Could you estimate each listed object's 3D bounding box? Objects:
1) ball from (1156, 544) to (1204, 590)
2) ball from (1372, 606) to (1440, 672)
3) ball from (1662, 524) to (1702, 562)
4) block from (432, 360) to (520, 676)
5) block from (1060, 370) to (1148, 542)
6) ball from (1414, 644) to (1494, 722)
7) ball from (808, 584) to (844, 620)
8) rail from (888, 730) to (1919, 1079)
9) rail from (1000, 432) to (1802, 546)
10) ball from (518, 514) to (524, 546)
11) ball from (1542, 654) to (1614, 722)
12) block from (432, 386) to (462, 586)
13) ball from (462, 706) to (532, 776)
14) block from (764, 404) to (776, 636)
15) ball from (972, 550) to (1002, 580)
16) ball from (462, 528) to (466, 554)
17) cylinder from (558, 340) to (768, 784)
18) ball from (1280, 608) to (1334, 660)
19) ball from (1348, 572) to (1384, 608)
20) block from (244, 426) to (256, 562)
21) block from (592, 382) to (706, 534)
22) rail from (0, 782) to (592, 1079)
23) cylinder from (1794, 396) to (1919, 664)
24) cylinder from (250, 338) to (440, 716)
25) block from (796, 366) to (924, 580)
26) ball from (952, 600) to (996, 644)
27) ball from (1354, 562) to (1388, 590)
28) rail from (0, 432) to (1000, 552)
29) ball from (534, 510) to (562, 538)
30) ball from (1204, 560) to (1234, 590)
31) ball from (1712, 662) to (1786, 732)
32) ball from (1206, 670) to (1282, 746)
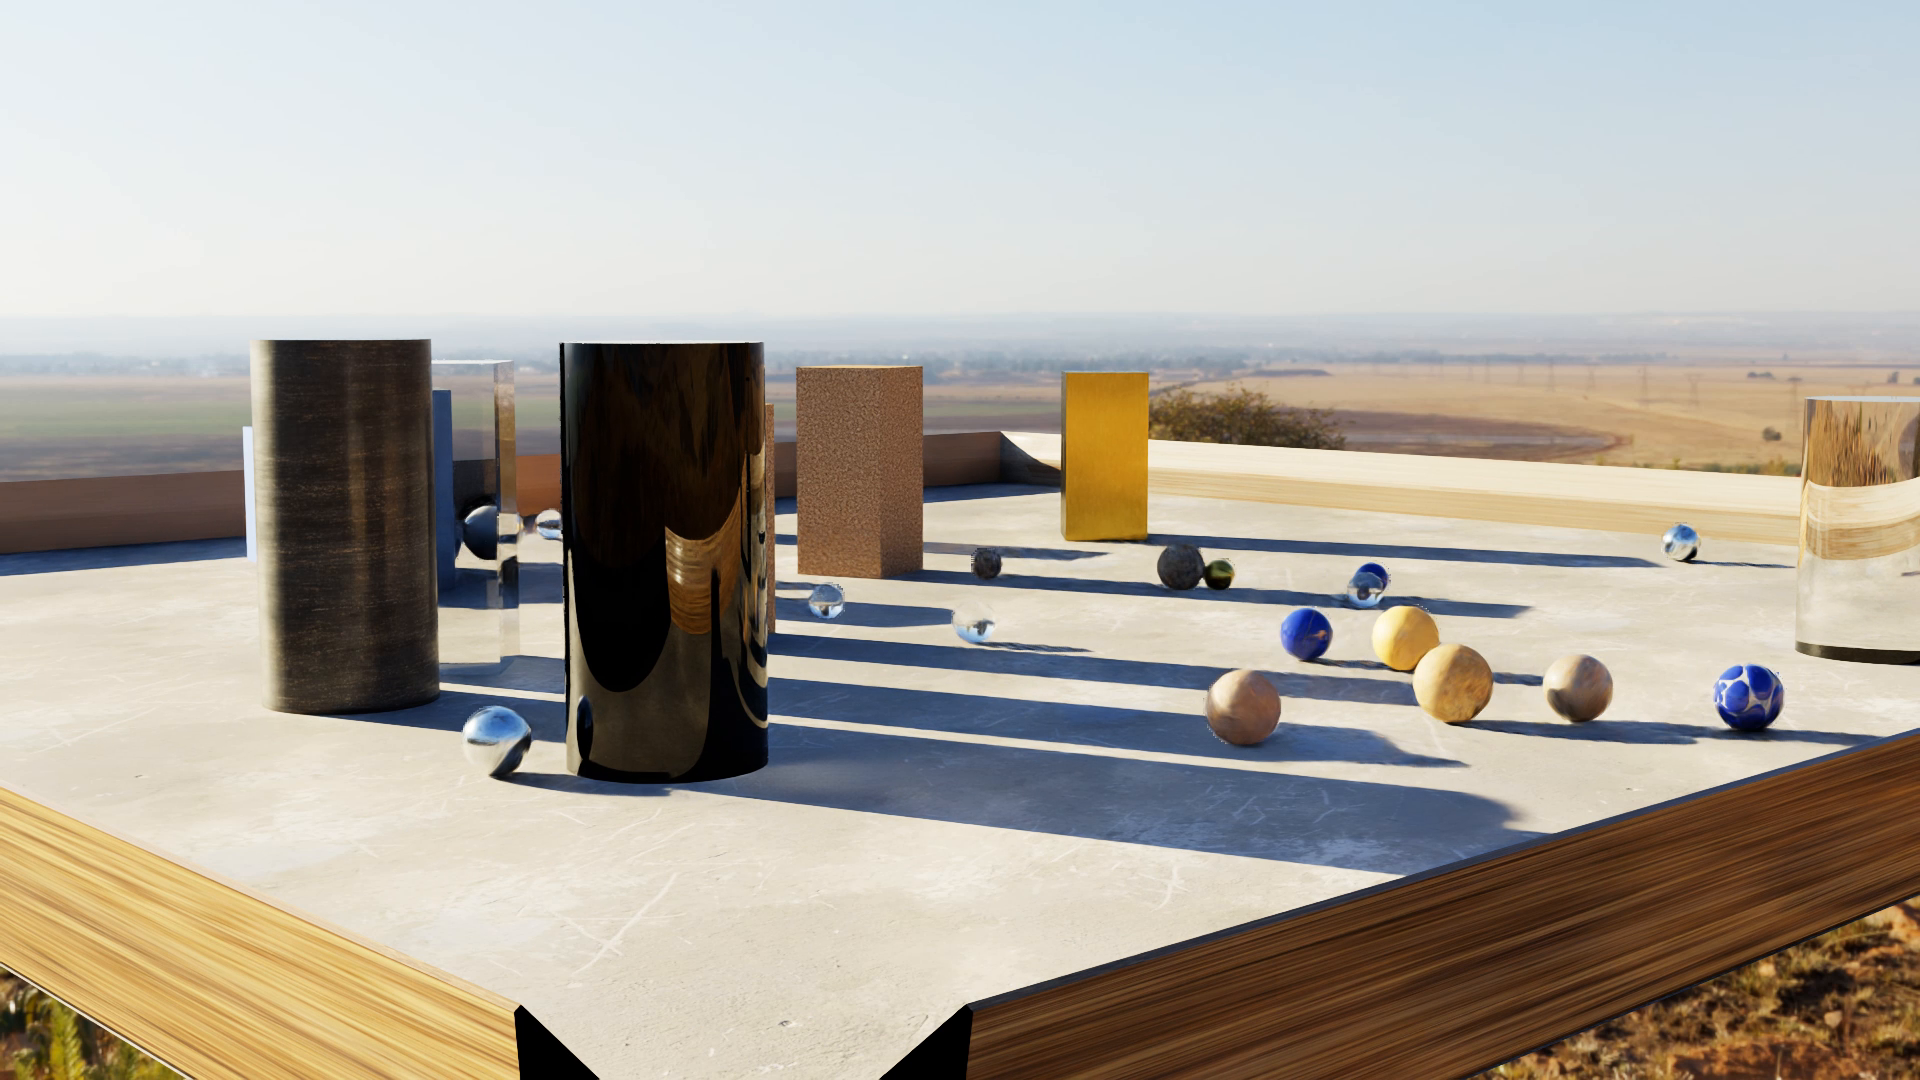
[{"bbox_3d":[0.352,0.043,3.504,0.076,0.076,0.076,0,6,0],"label":"ball"},{"bbox_3d":[0.552,0.122,2.725,0.082,0.082,0.082,0,6,0],"label":"ball"},{"bbox_3d":[1.284,0.006,3.912,0.066,0.066,0.066,0,6,0],"label":"ball"},{"bbox_3d":[-0.647,-0.032,2.753,0.158,0.381,0.158,0,6,-3],"label":"block"},{"bbox_3d":[0.283,-0.168,4.326,0.158,0.326,0.158,0,6,-1],"label":"block"},{"bbox_3d":[0.535,0.155,2.384,0.085,0.085,0.085,0,6,0],"label":"ball"},{"bbox_3d":[-0.193,0.089,3.179,0.051,0.051,0.051,0,6,0],"label":"ball"},{"bbox_3d":[1.152,0.163,2.090,3.469,0.129,0.045,-5,8,-42],"label":"rail"},{"bbox_3d":[1.257,-0.087,4.486,0.045,0.129,3.445,-5,8,-42],"label":"rail"},{"bbox_3d":[-0.820,-0.018,3.891,0.097,0.097,0.097,0,6,0],"label":"ball"},{"bbox_3d":[0.671,0.160,2.386,0.075,0.075,0.075,0,6,0],"label":"ball"},{"bbox_3d":[-0.914,-0.090,3.613,0.158,0.319,0.158,-2,6,-22],"label":"block"},{"bbox_3d":[-0.445,0.193,2.115,0.066,0.066,0.066,0,6,0],"label":"ball"},{"bbox_3d":[-0.359,-0.025,2.992,0.158,0.317,0.158,3,6,23],"label":"block"},{"bbox_3d":[0.045,0.040,3.656,0.050,0.050,0.050,0,6,0],"label":"ball"},{"bbox_3d":[-0.906,0.002,3.833,0.090,0.090,0.090,0,6,0],"label":"ball"},{"bbox_3d":[-0.289,0.014,2.152,0.198,0.414,0.198,0,6,0],"label":"cylinder"},{"bbox_3d":[0.442,0.120,2.805,0.067,0.067,0.067,0,6,0],"label":"ball"},{"bbox_3d":[0.608,0.075,3.300,0.055,0.055,0.055,0,6,0],"label":"ball"},{"bbox_3d":[-1.163,-0.080,3.902,0.158,0.239,0.158,-4,7,-35],"label":"block"},{"bbox_3d":[-0.623,-0.165,4.421,0.158,0.299,0.158,4,7,33],"label":"block"},{"bbox_3d":[-1.257,0.154,2.178,0.045,0.129,3.445,-5,8,-42],"label":"rail"},{"bbox_3d":[1.195,-0.017,2.855,0.198,0.331,0.198,0,6,0],"label":"cylinder"},{"bbox_3d":[-0.699,-0.022,2.504,0.198,0.413,0.198,0,6,0],"label":"cylinder"},{"bbox_3d":[-0.169,-0.120,3.744,0.158,0.350,0.158,3,7,25],"label":"block"},{"bbox_3d":[0.019,0.109,2.952,0.058,0.058,0.058,0,6,0],"label":"ball"},{"bbox_3d":[0.642,0.062,3.434,0.053,0.053,0.053,0,6,0],"label":"ball"},{"bbox_3d":[-1.152,-0.096,4.574,3.469,0.129,0.045,-5,8,-42],"label":"rail"},{"bbox_3d":[-0.802,-0.031,4.300,0.057,0.057,0.057,0,6,0],"label":"ball"},{"bbox_3d":[0.413,0.056,3.510,0.050,0.050,0.050,0,6,0],"label":"ball"},{"bbox_3d":[0.837,0.167,2.333,0.073,0.073,0.073,0,6,0],"label":"ball"},{"bbox_3d":[0.291,0.172,2.260,0.077,0.077,0.077,0,6,0],"label":"ball"}]
